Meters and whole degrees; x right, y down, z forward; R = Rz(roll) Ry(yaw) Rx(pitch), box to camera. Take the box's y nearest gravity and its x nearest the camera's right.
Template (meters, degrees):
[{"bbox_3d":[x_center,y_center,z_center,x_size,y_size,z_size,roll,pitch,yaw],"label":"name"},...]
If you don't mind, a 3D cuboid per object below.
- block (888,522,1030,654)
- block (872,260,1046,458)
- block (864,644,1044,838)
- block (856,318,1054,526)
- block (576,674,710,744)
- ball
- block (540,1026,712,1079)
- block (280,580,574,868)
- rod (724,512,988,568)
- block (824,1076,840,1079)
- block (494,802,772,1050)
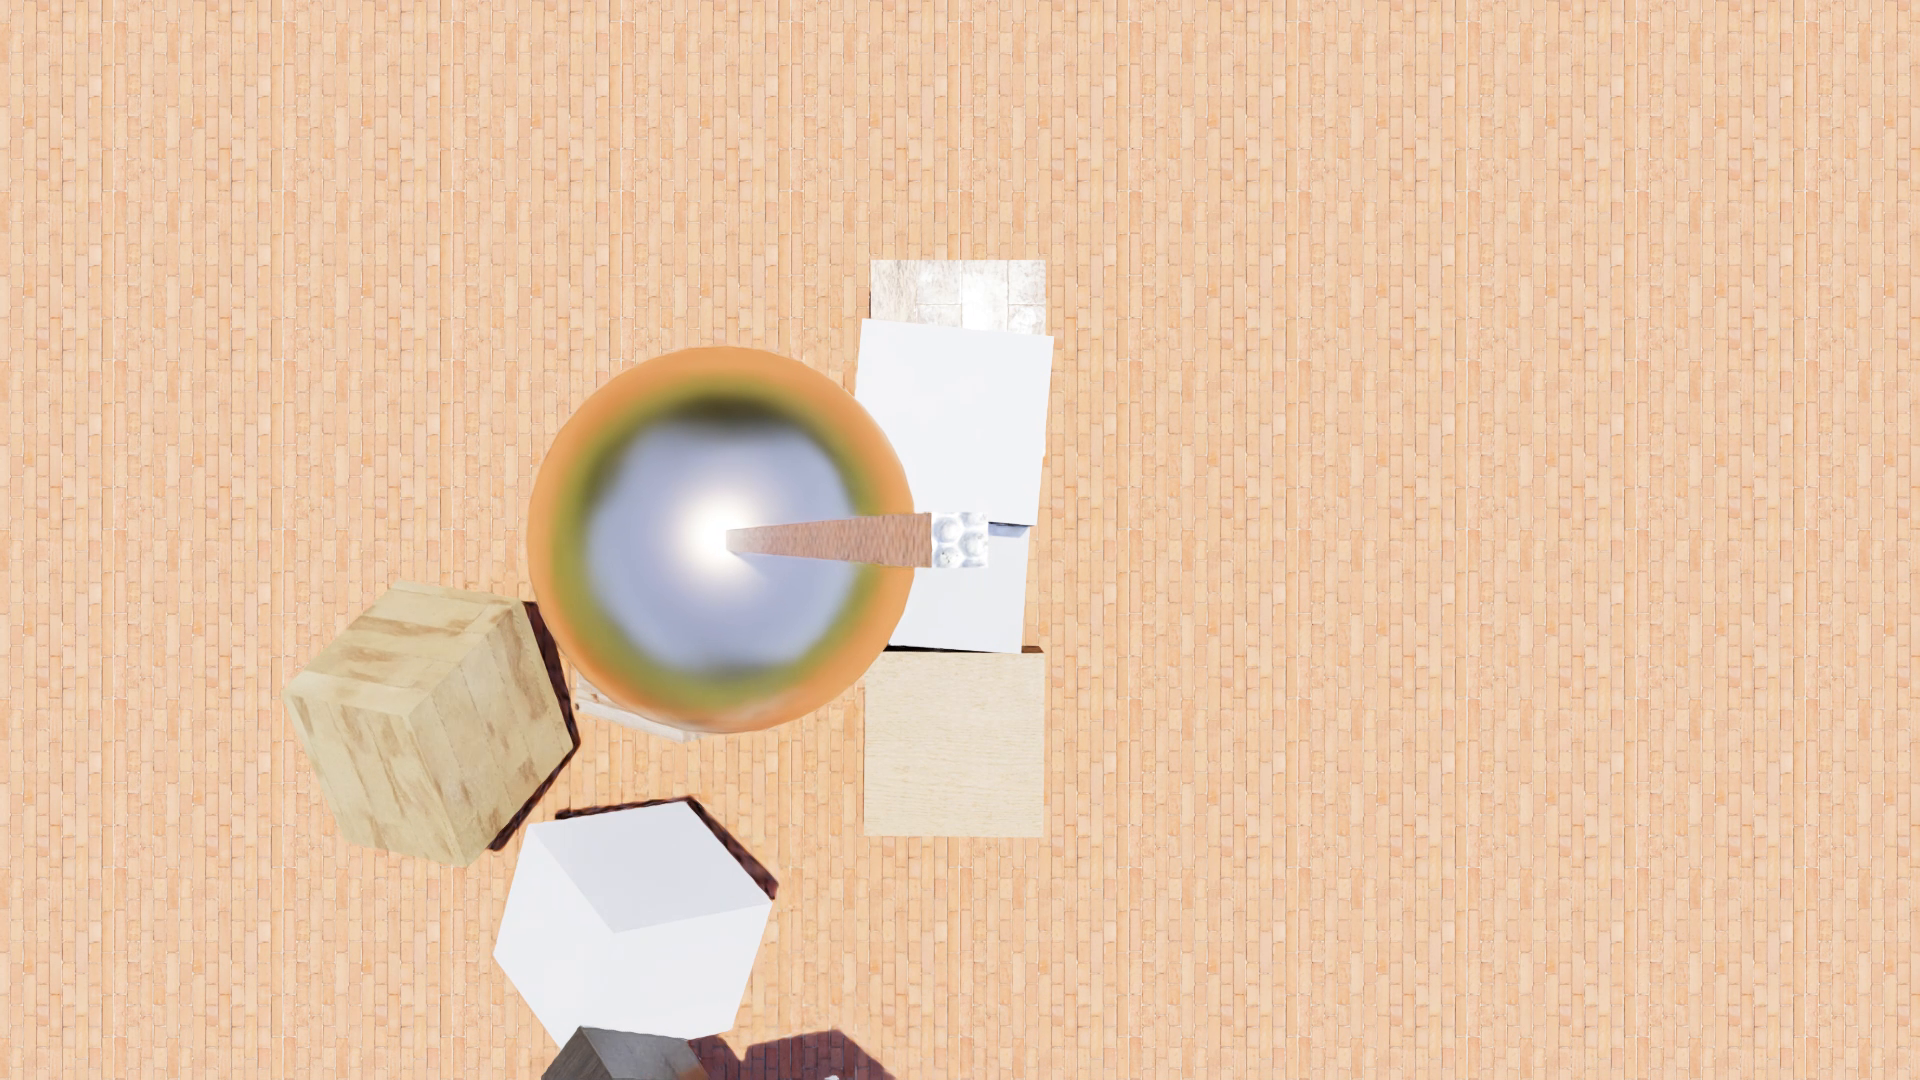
[{"bbox_3d":[-0.124,0.113,12.492,0.981,1.016,0.948,4,90,0],"label":"block"},{"bbox_3d":[-0.010,-0.990,12.478,0.948,1.043,1.065,0,90,0],"label":"block"},{"bbox_3d":[-0.031,1.124,12.540,0.986,0.920,1.010,1,90,0],"label":"block"},{"bbox_3d":[-0.053,-0.586,11.439,0.956,1.036,0.943,5,90,0],"label":"block"},{"bbox_3d":[-1.554,0.576,12.246,0.786,0.789,0.828,13,103,33],"label":"block"},{"bbox_3d":[-0.971,0.000,9.039,1.600,1.600,1.600,0,90,0],"label":"ball"},{"bbox_3d":[-1.806,3.174,11.529,0.917,0.787,0.722,-53,52,11],"label":"block"},{"bbox_3d":[-2.915,0.999,12.148,0.869,1.040,1.061,7,128,26],"label":"block"},{"bbox_3d":[-0.421,0.000,5.684,0.080,5.200,0.080,0,90,-9],"label":"rod"},{"bbox_3d":[-0.782,3.258,11.202,0.670,0.616,0.649,-9,123,-40],"label":"block"},{"bbox_3d":[-1.793,2.122,11.994,0.947,1.004,0.889,41,122,40],"label":"block"}]
